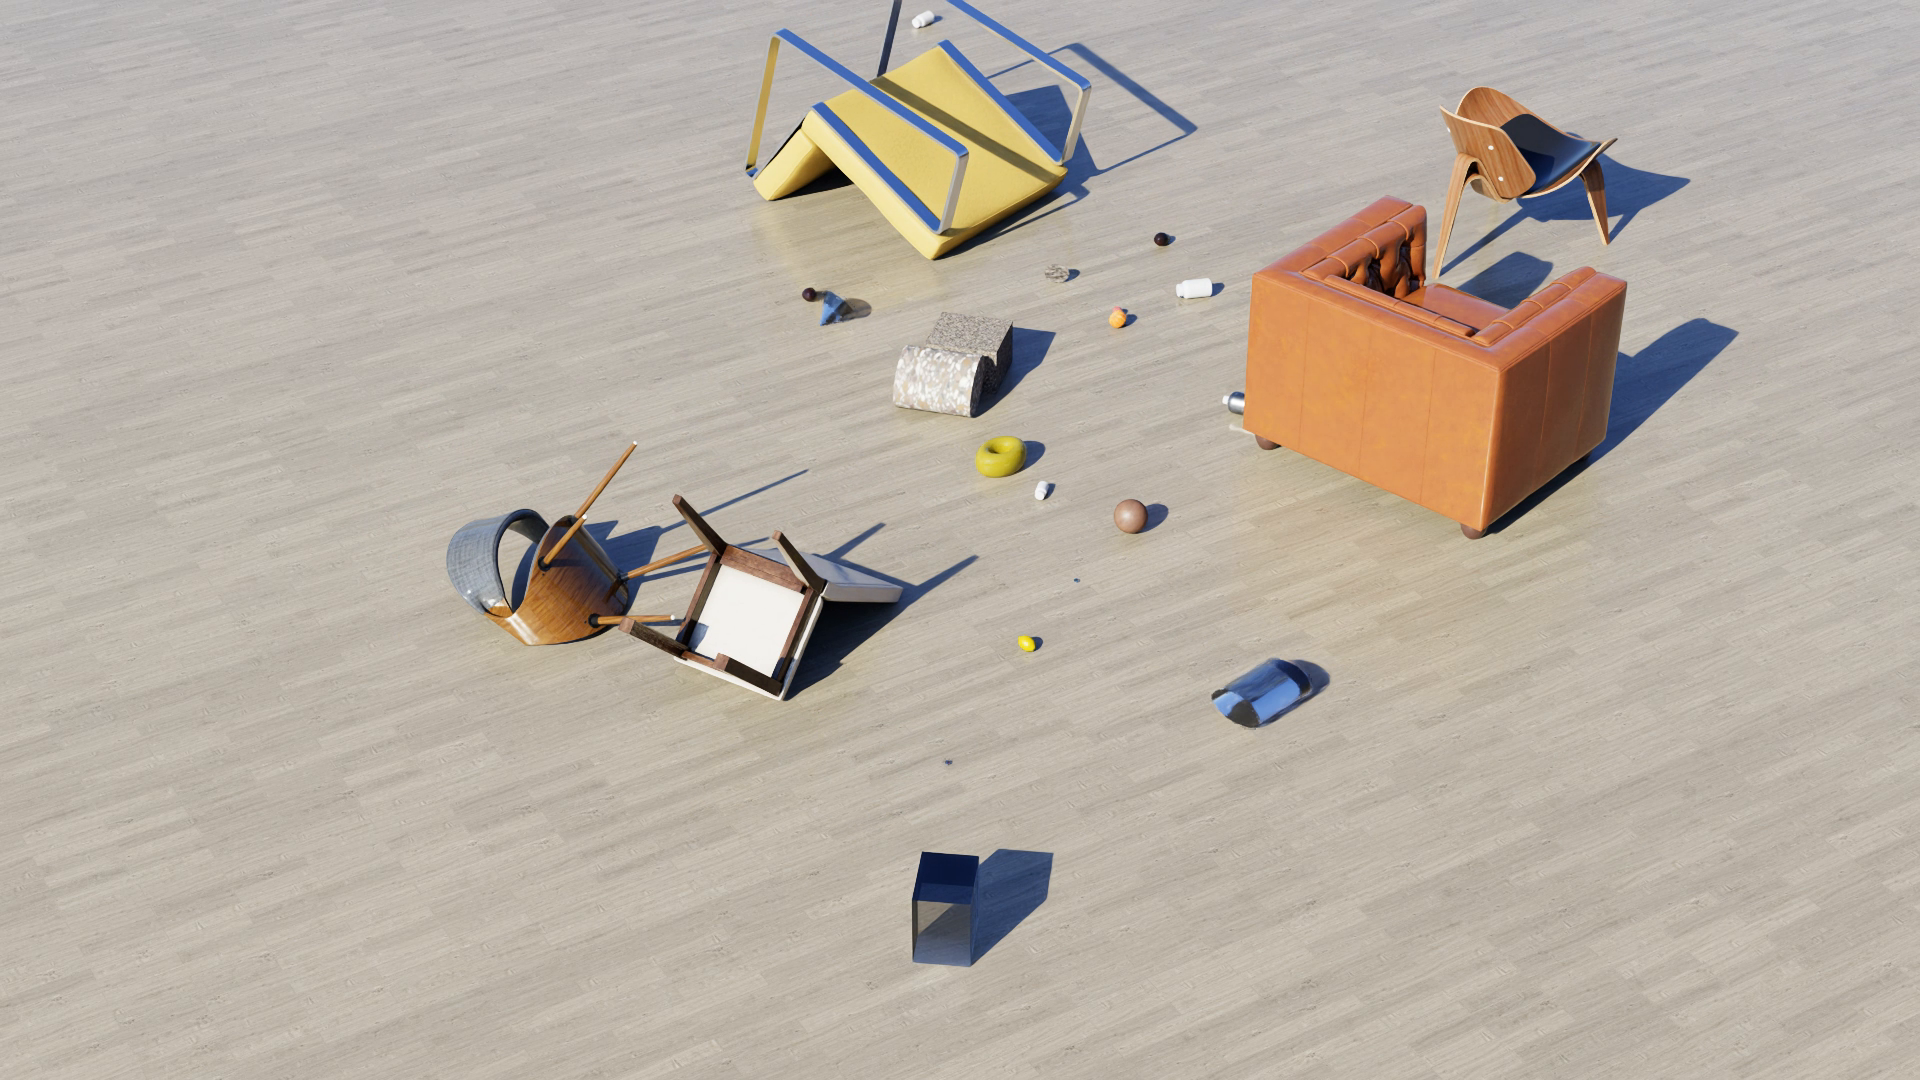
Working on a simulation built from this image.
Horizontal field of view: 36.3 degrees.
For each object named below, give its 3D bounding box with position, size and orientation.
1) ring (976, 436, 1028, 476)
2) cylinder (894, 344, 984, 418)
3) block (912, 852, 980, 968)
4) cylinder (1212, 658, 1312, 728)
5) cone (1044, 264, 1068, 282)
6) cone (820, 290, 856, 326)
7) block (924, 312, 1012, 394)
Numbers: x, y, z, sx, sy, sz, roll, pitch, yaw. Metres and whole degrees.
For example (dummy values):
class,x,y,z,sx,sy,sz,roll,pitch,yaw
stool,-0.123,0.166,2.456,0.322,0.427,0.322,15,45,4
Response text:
class,x,y,z,sx,sy,sz,roll,pitch,yaw
ring,0.159,-0.322,11.344,0.226,0.101,0.170,-27,41,-33
cylinder,-0.083,-0.636,11.720,0.316,0.171,0.263,9,71,13
block,-0.043,1.133,8.999,0.178,0.249,0.232,4,34,6
cylinder,1.033,0.521,10.041,0.269,0.122,0.214,-28,38,-35
cone,0.427,-1.160,12.670,0.106,0.082,0.111,4,13,10
cone,-0.546,-0.947,12.321,0.173,0.152,0.130,33,76,27
block,0.036,-0.761,11.923,0.298,0.194,0.274,8,34,12
